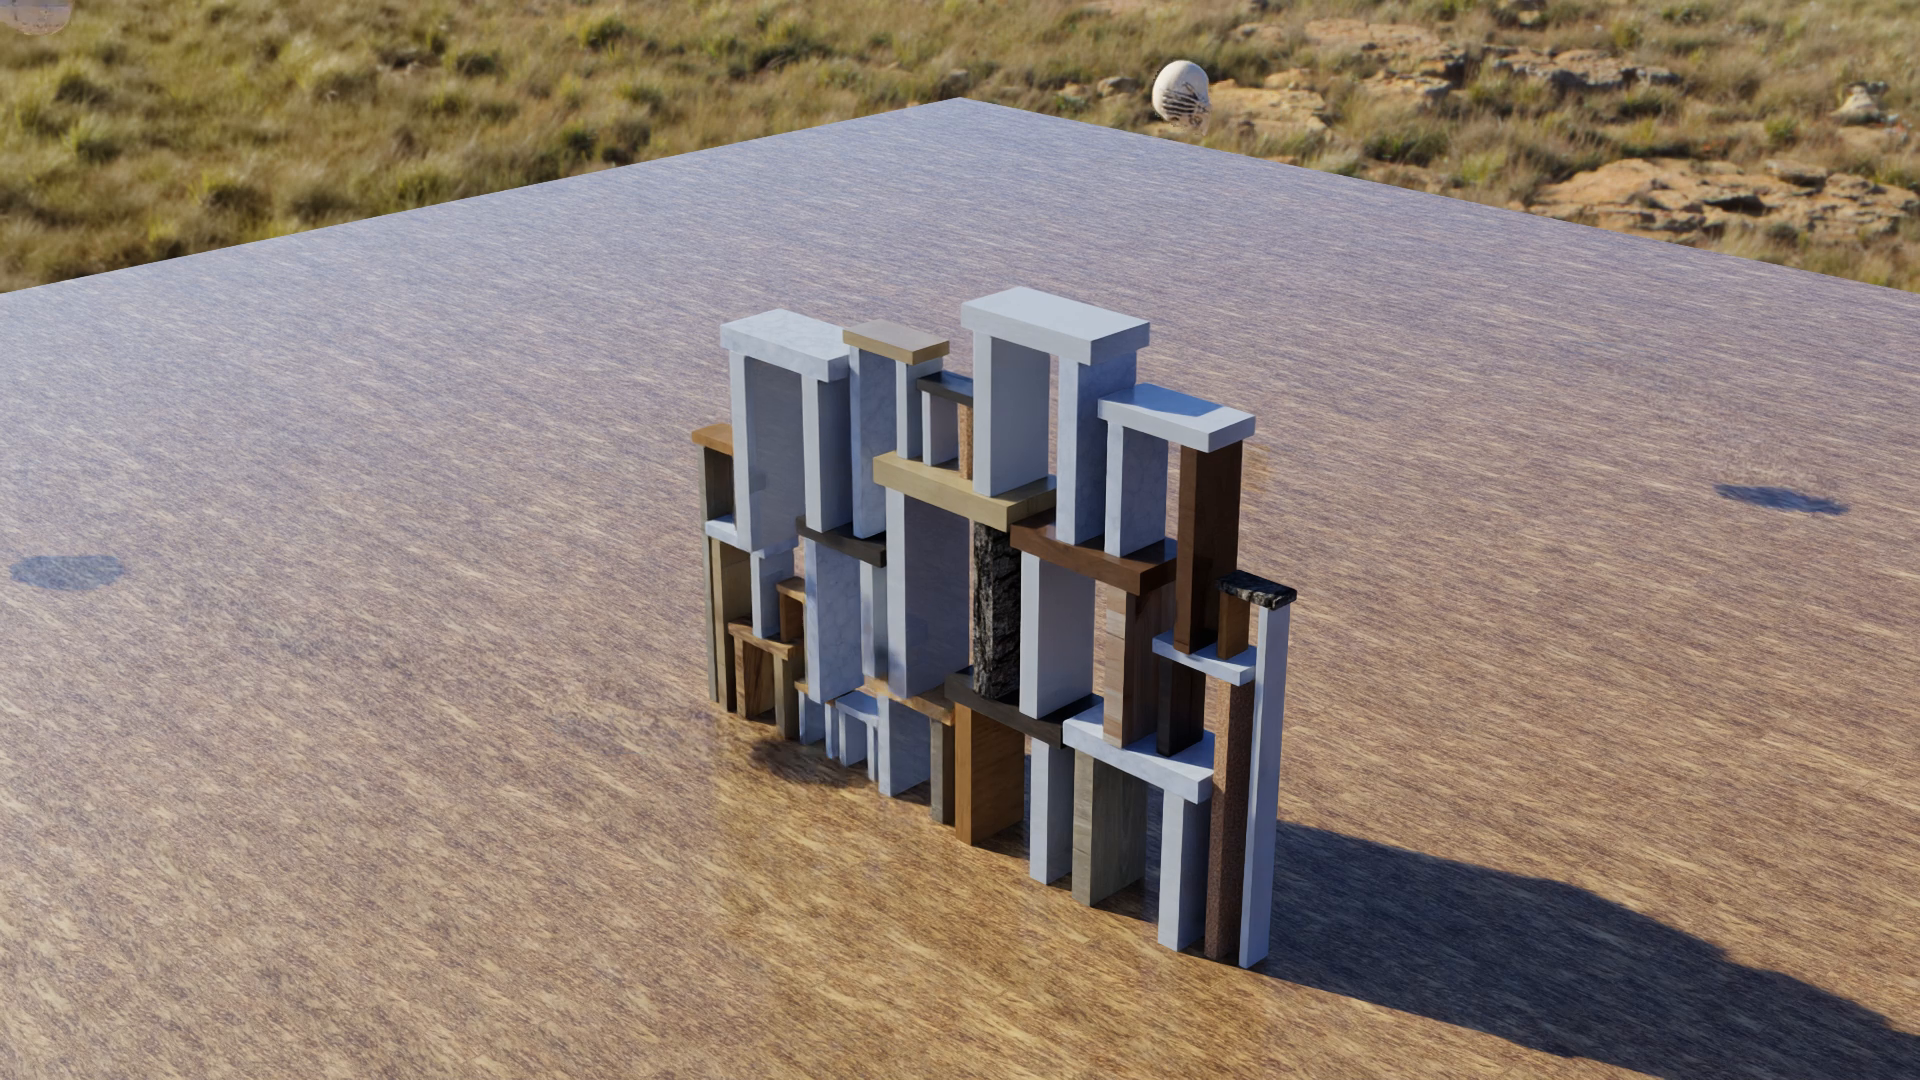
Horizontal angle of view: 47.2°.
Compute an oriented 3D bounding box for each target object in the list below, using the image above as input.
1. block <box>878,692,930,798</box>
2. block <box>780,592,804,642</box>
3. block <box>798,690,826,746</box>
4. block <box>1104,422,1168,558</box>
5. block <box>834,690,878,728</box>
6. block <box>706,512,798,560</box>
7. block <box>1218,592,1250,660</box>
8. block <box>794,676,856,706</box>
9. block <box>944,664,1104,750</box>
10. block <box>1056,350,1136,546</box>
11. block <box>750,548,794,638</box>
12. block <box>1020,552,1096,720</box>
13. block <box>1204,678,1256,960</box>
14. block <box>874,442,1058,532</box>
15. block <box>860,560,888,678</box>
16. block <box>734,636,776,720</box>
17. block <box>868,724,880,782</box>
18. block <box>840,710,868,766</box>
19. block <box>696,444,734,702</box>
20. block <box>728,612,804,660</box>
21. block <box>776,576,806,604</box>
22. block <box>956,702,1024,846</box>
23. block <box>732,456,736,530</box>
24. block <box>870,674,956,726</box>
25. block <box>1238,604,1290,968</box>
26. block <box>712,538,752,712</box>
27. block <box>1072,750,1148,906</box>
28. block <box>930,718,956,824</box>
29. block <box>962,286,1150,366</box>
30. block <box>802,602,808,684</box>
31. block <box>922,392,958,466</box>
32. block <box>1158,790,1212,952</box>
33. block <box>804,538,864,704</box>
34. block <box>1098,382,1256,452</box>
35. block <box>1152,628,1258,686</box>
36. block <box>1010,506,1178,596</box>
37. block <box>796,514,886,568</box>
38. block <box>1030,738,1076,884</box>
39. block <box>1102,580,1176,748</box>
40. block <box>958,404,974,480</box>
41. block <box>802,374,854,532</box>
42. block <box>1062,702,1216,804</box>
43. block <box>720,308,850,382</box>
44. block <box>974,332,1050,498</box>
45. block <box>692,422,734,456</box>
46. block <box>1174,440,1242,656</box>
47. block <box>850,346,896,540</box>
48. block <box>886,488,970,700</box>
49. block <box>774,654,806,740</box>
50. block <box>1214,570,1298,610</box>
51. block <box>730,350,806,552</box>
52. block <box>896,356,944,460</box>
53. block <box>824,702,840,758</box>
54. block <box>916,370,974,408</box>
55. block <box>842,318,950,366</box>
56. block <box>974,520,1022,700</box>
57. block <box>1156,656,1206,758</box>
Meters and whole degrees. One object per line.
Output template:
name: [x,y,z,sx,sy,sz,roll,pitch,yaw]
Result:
block: [-0.114,0.402,4.518,0.033,0.230,0.115,21,31,40]
block: [-0.356,0.156,4.681,0.057,0.113,0.016,-21,30,-40]
block: [-0.315,0.372,4.723,0.018,0.127,0.063,21,31,41]
block: [0.310,-0.104,3.849,0.035,0.246,0.123,21,31,41]
block: [-0.193,0.351,4.577,0.130,0.018,0.065,21,31,41]
block: [-0.444,-0.012,4.692,0.193,0.027,0.096,21,31,40]
block: [0.471,0.138,3.773,0.063,0.125,0.018,-22,31,-40]
block: [-0.286,0.317,4.667,0.127,0.018,0.063,21,31,40]
block: [0.131,0.305,4.208,0.304,0.043,0.152,21,31,40]
block: [0.241,-0.175,3.893,0.044,0.342,0.155,21,31,40]
block: [-0.399,0.106,4.695,0.096,0.193,0.027,-21,31,-40]
block: [0.182,0.155,4.086,0.044,0.328,0.155,21,31,40]
block: [0.487,0.485,3.902,0.028,0.559,0.097,21,31,41]
block: [0.022,-0.110,4.158,0.177,0.050,0.355,-21,31,-41]
block: [-0.141,0.142,4.433,0.035,0.250,0.125,21,31,41]
block: [-0.447,0.288,4.834,0.028,0.194,0.097,21,31,40]
block: [-0.162,0.431,4.578,0.018,0.130,0.065,21,31,41]
block: [-0.223,0.408,4.634,0.018,0.130,0.065,21,31,41]
block: [-0.523,0.067,4.824,0.024,0.608,0.083,21,31,41]
block: [-0.401,0.203,4.749,0.194,0.028,0.097,21,31,40]
block: [-0.329,0.107,4.629,0.057,0.016,0.113,-21,31,-40]
block: [0.060,0.437,4.341,0.043,0.304,0.152,21,31,41]
block: [-0.442,-0.107,4.666,0.024,0.167,0.083,20,29,38]
block: [-0.060,0.302,4.417,0.230,0.033,0.115,21,31,40]
block: [0.530,0.431,3.833,0.018,0.712,0.063,21,31,41]
block: [-0.490,0.173,4.823,0.027,0.415,0.096,21,31,41]
block: [0.284,0.515,4.139,0.045,0.319,0.160,21,31,41]
block: [-0.006,0.445,4.417,0.033,0.230,0.115,21,31,41]
block: [0.166,-0.381,3.883,0.310,0.044,0.155,21,31,40]
block: [-0.302,0.213,4.644,0.016,0.190,0.057,21,31,40]
block: [-0.037,-0.219,4.165,0.073,0.146,0.021,-21,30,-40]
block: [0.435,0.573,4.000,0.045,0.319,0.160,21,31,41]
block: [-0.260,0.150,4.564,0.035,0.368,0.125,21,31,41]
block: [0.366,-0.210,3.741,0.123,0.035,0.246,-21,31,-40]
block: [0.441,0.197,3.830,0.194,0.028,0.097,21,31,41]
block: [0.256,0.013,3.946,0.155,0.044,0.310,-21,31,-40]
block: [-0.201,-0.013,4.431,0.250,0.035,0.125,21,31,40]
block: [0.203,0.493,4.209,0.043,0.304,0.152,21,31,41]
block: [0.329,0.204,3.948,0.155,0.311,0.044,-21,31,-41]
block: [0.031,-0.192,4.101,0.073,0.146,0.021,-21,30,-40]
block: [-0.236,-0.191,4.394,0.046,0.323,0.162,21,31,40]
block: [0.359,0.376,3.998,0.319,0.045,0.160,21,31,41]
block: [-0.313,-0.391,4.391,0.323,0.046,0.162,21,31,40]
block: [0.095,-0.247,4.021,0.044,0.310,0.155,21,31,41]
block: [-0.483,-0.210,4.666,0.166,0.024,0.083,20,29,39]
block: [0.425,0.002,3.769,0.035,0.378,0.123,21,31,41]
block: [-0.169,-0.201,4.322,0.027,0.397,0.097,21,31,40]
block: [-0.061,0.082,4.332,0.050,0.439,0.177,21,31,41]
block: [-0.354,0.323,4.750,0.028,0.194,0.097,21,31,40]
block: [0.500,0.084,3.717,0.125,0.018,0.063,21,31,40]
block: [-0.392,-0.200,4.549,0.162,0.430,0.046,-21,31,-40]
block: [-0.076,-0.259,4.198,0.027,0.193,0.097,21,31,41]
block: [-0.256,0.395,4.667,0.018,0.127,0.063,21,31,41]
block: [-0.004,-0.283,4.101,0.073,0.021,0.146,-21,31,-40]
block: [-0.123,-0.379,4.197,0.194,0.027,0.097,21,31,40]
block: [0.105,0.109,4.160,0.050,0.355,0.177,21,31,40]
block: [0.395,0.281,3.915,0.028,0.194,0.097,21,31,41]
